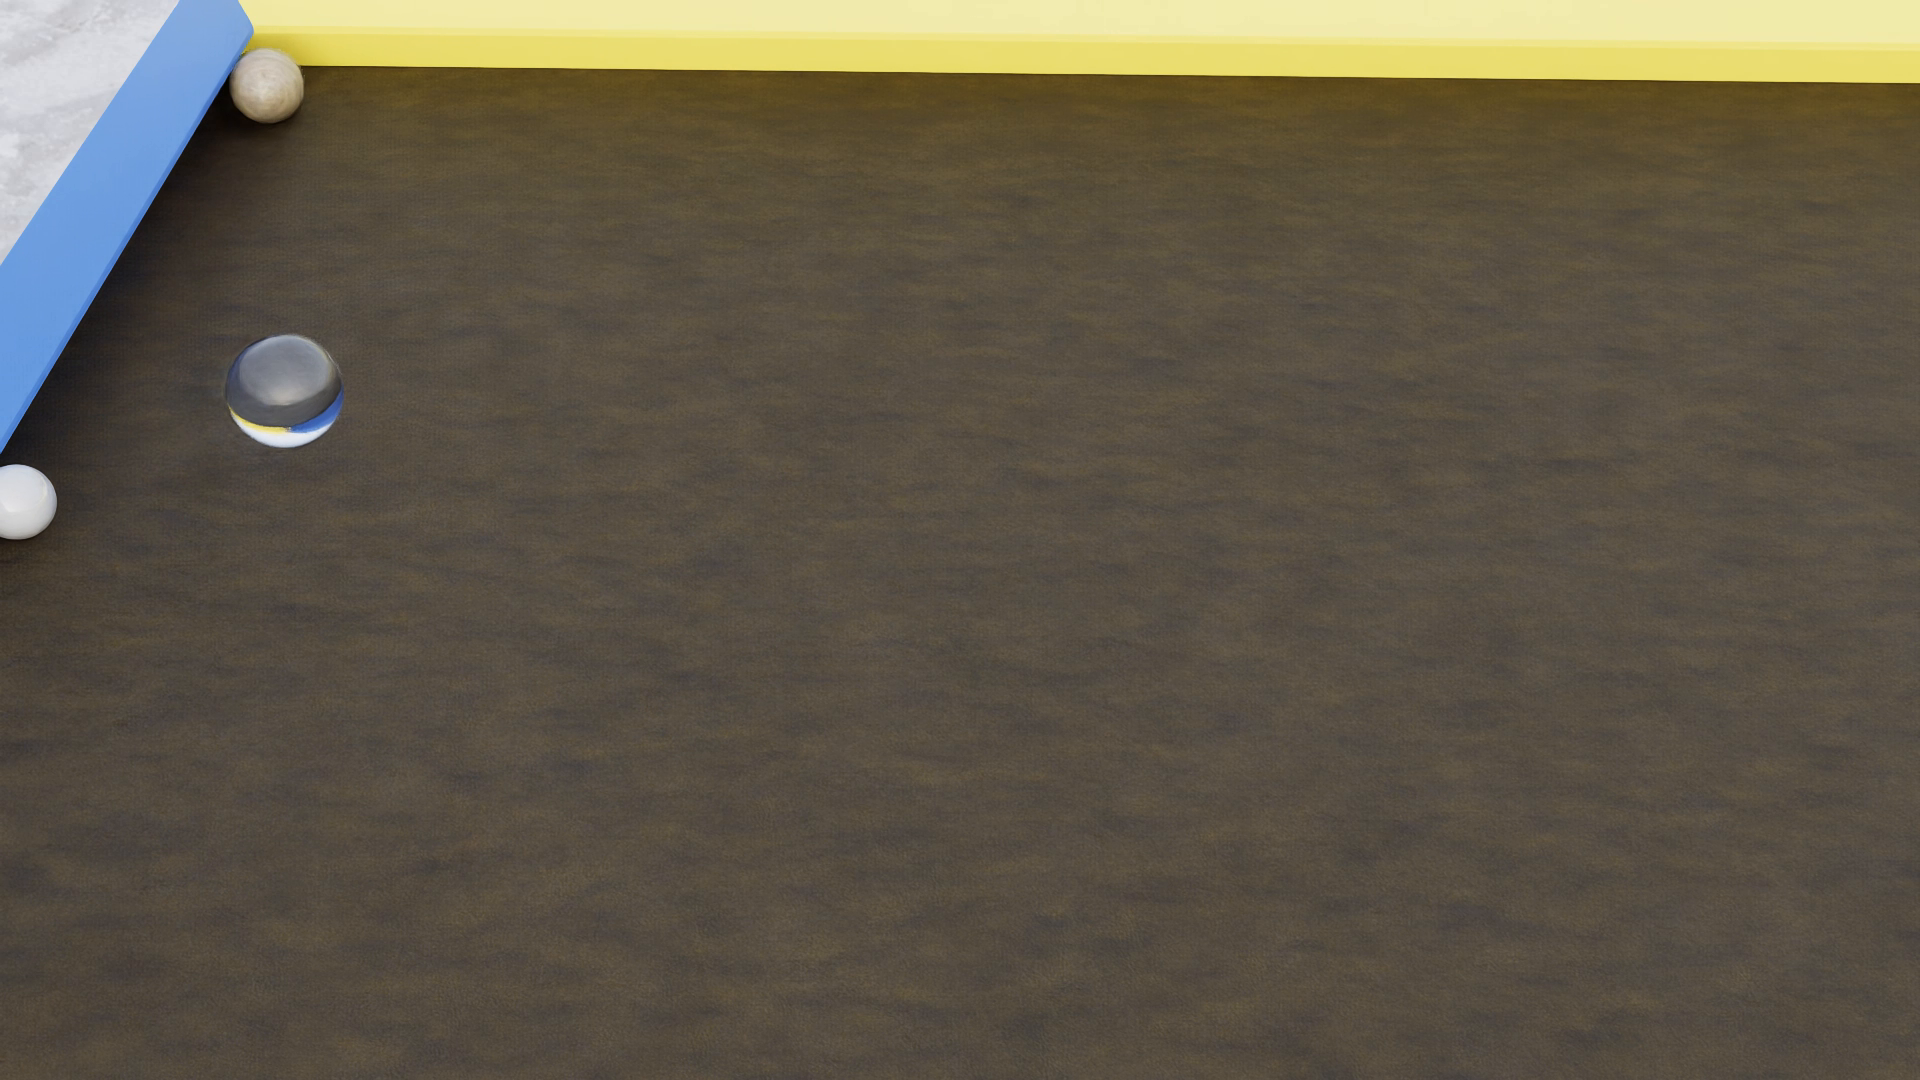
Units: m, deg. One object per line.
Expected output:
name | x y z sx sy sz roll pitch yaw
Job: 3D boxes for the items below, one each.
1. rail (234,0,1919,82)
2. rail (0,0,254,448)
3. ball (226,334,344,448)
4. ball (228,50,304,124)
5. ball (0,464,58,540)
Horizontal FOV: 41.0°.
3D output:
rail | 0.767 -0.483 2.455 2.984 0.113 0.045 1 35 1
rail | -0.722 -0.027 1.810 0.045 0.113 1.703 1 35 1
ball | -0.515 -0.113 1.956 0.087 0.087 0.087 0 35 0
ball | -0.653 -0.427 2.416 0.069 0.069 0.069 0 35 0
ball | -0.684 -0.027 1.862 0.055 0.055 0.055 0 35 0
